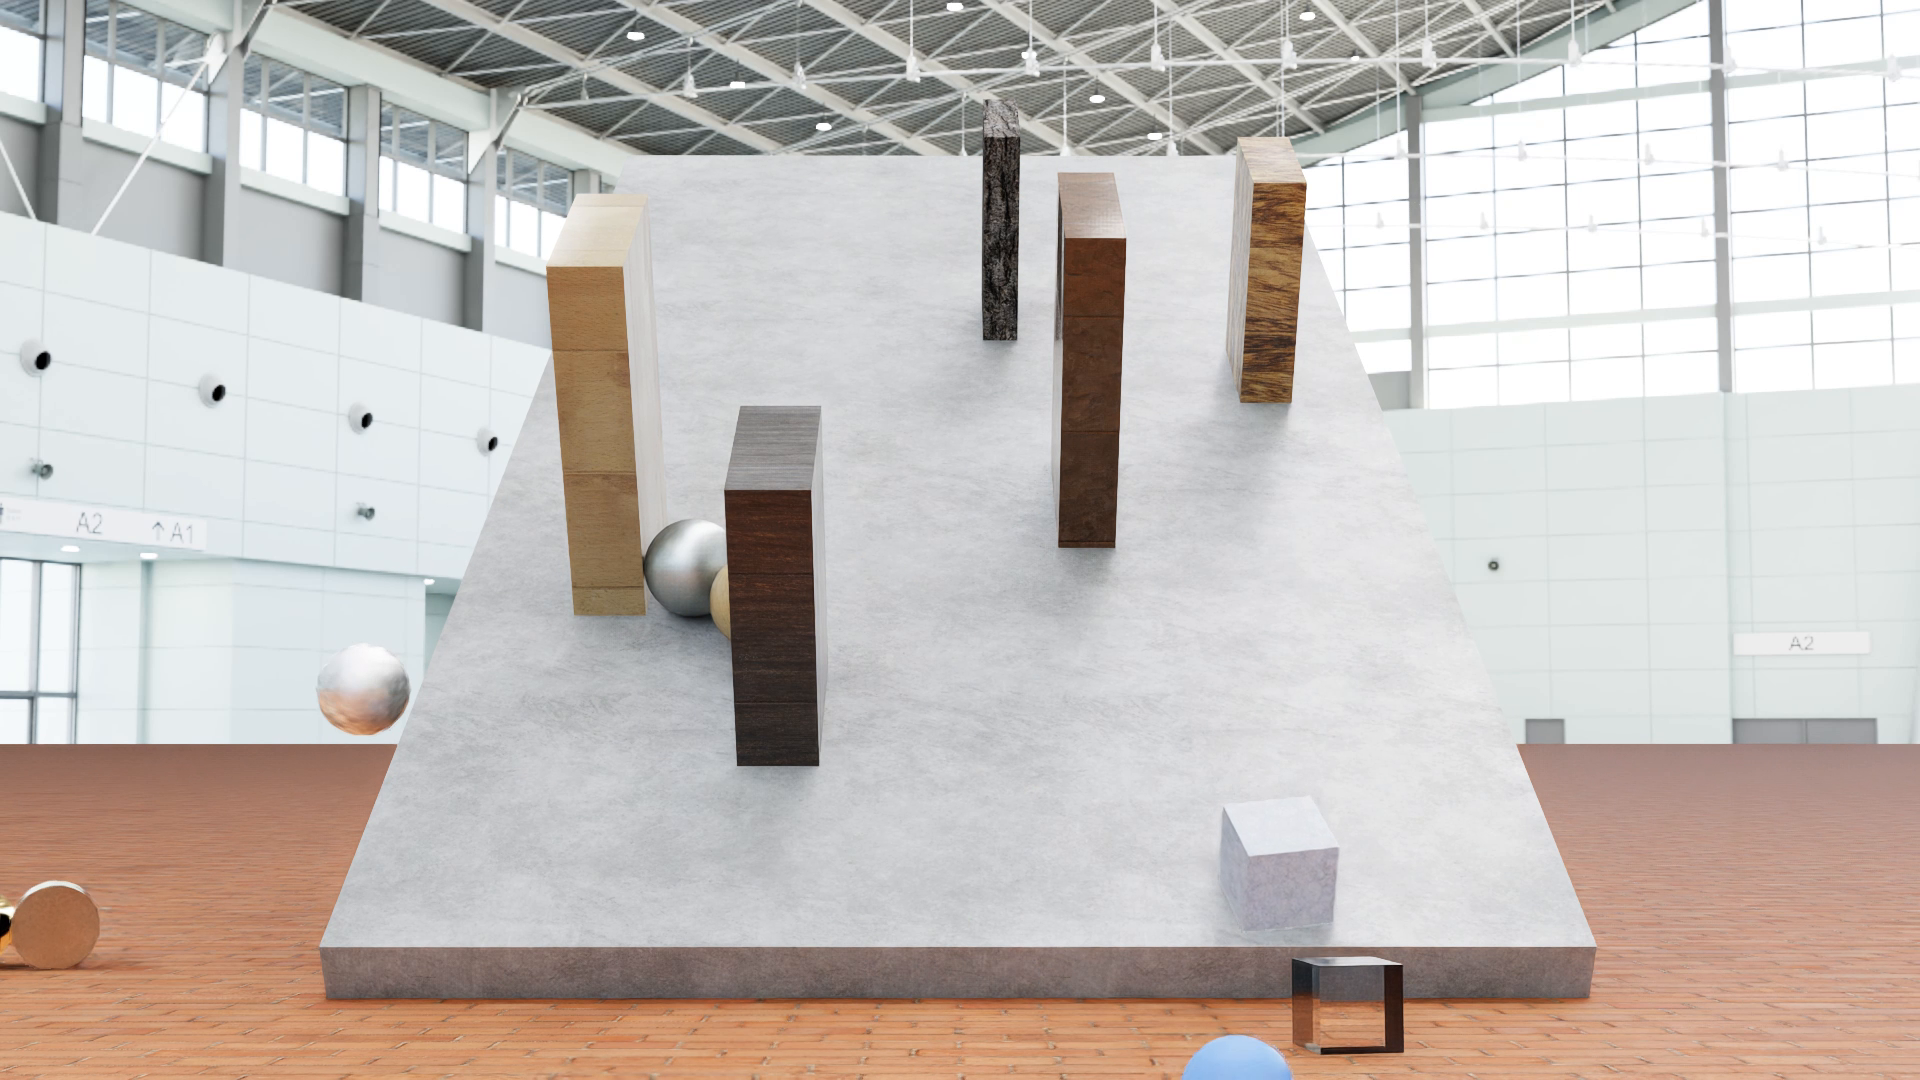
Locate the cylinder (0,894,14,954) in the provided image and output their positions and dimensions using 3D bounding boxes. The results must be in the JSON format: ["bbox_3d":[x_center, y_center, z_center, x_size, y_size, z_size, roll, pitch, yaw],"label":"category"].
[{"bbox_3d":[-1.800,0.699,4.276,0.138,0.138,0.138,0,-5,1],"label":"cylinder"}]

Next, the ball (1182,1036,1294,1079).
[{"bbox_3d":[0.277,0.552,2.365,0.115,0.115,0.115,0,-5,0],"label":"ball"}]

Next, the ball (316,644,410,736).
[{"bbox_3d":[-1.121,0.281,4.454,0.173,0.173,0.173,0,-5,0],"label":"ball"}]

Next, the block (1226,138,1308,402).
[{"bbox_3d":[0.723,-0.643,5.630,0.122,0.542,0.342,0,27,0],"label":"block"}]

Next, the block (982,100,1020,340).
[{"bbox_3d":[0.101,-0.807,5.964,0.086,0.526,0.317,0,27,0],"label":"block"}]

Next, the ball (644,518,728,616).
[{"bbox_3d":[-0.522,0.054,4.640,0.192,0.192,0.192,0,-5,0],"label":"ball"}]

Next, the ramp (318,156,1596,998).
[{"bbox_3d":[-0.011,-0.226,5.515,2.000,0.100,4.000,0,27,0],"label":"ramp"}]

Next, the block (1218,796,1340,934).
[{"bbox_3d":[0.507,0.517,3.786,0.147,0.147,0.147,-5,27,-9],"label":"block"}]

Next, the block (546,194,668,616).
[{"bbox_3d":[-0.689,-0.269,4.682,0.141,0.728,0.409,0,27,0],"label":"block"}]

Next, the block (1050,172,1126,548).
[{"bbox_3d":[0.264,-0.378,4.956,0.119,0.679,0.406,0,27,0],"label":"block"}]

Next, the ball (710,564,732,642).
[{"bbox_3d":[-0.386,0.116,4.526,0.185,0.185,0.185,0,-5,0],"label":"ball"}]

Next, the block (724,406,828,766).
[{"bbox_3d":[-0.320,0.079,4.208,0.145,0.540,0.347,0,27,0],"label":"block"}]

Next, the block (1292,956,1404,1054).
[{"bbox_3d":[0.515,0.618,3.156,0.114,0.114,0.114,1,-5,-10],"label":"block"}]
